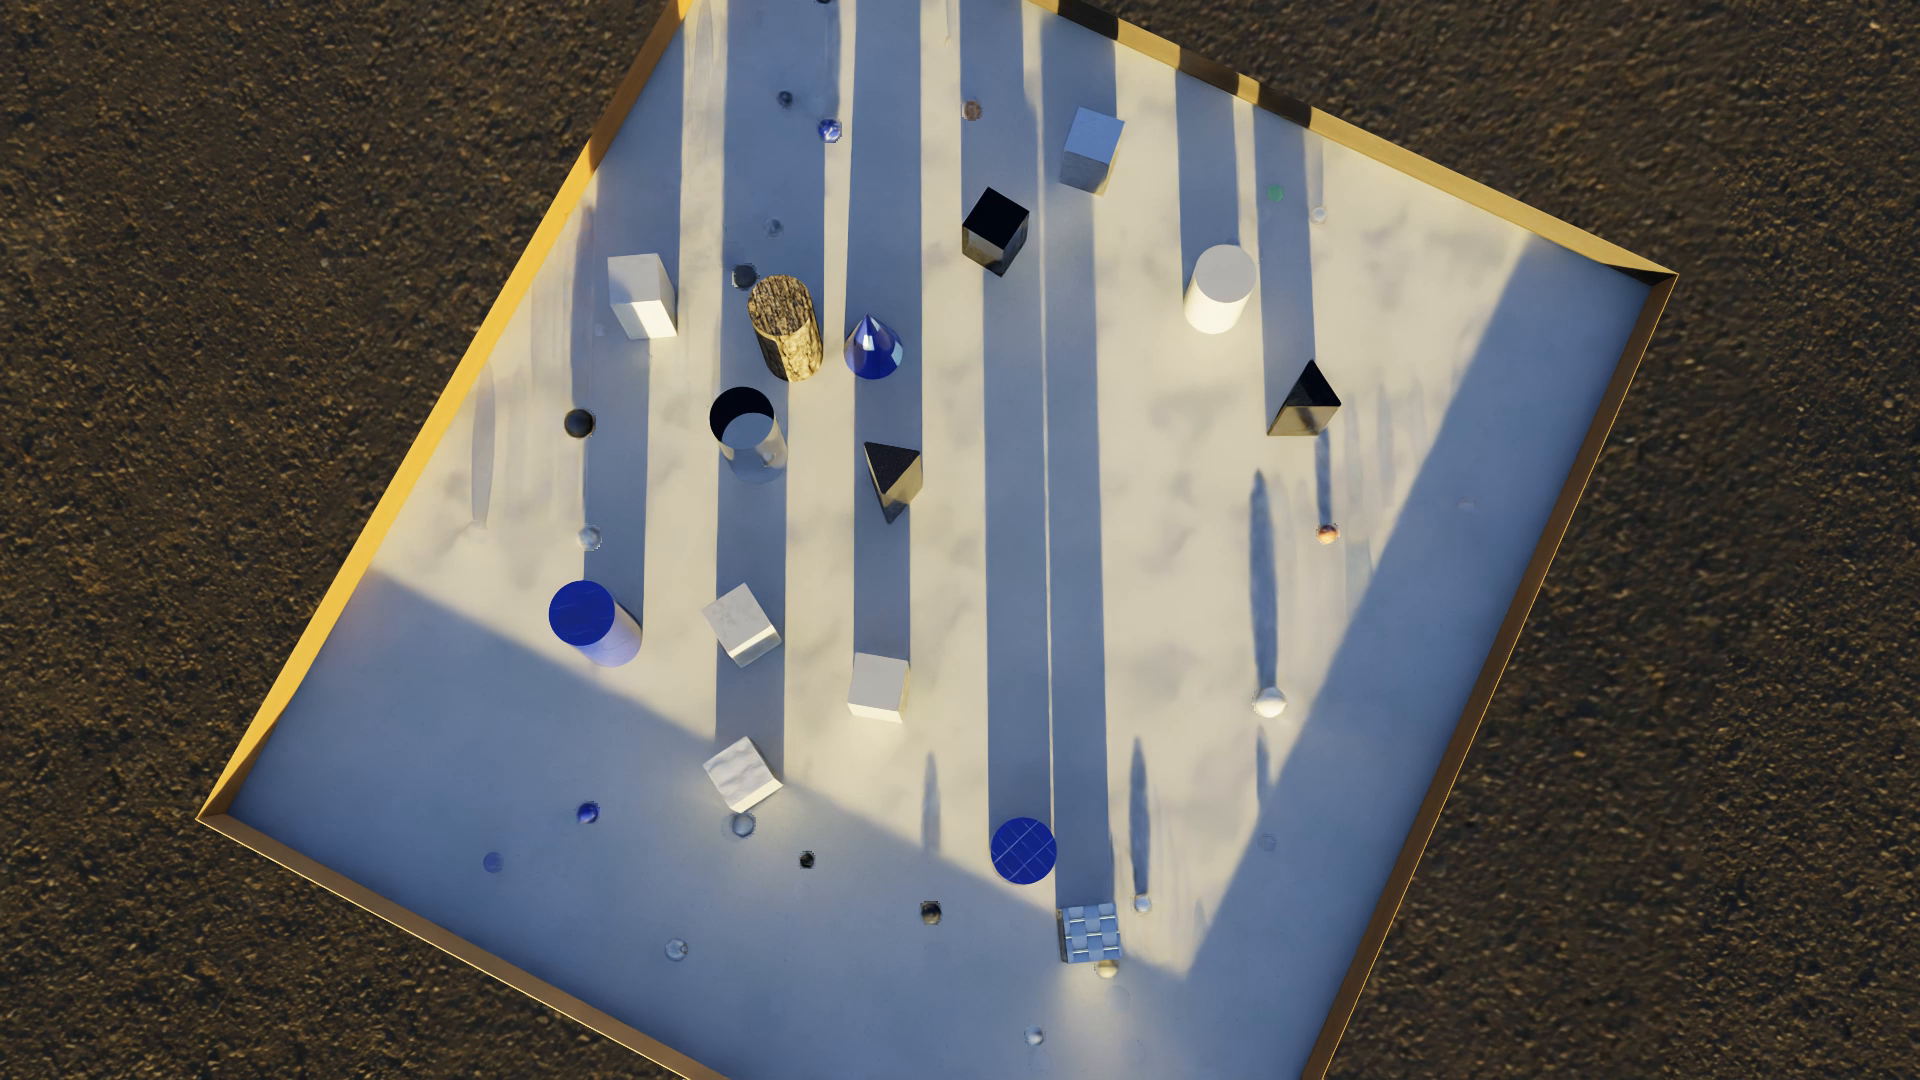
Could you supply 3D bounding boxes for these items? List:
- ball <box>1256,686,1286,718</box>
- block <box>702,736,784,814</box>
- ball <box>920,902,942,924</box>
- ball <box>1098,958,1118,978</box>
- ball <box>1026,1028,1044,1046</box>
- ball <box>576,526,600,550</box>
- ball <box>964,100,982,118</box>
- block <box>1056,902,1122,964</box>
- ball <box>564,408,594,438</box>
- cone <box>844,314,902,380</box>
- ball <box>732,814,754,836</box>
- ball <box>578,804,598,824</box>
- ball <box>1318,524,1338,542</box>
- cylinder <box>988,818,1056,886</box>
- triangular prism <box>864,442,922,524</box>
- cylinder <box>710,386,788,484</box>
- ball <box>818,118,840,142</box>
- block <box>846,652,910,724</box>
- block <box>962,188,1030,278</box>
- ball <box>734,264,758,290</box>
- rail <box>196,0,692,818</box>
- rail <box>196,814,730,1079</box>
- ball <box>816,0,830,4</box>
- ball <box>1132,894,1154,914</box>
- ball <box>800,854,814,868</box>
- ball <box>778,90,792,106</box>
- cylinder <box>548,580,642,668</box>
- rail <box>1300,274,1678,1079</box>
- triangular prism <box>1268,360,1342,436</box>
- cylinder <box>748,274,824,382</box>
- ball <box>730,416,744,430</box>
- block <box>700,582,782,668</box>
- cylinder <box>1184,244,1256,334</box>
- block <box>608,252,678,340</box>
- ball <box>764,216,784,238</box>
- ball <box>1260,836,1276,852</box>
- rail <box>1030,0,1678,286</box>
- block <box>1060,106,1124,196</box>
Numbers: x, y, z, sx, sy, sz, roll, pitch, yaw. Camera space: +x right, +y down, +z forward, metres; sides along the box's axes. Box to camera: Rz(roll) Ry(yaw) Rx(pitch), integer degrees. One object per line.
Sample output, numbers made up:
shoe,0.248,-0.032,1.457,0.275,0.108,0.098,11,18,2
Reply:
ball,0.927,0.483,5.470,0.091,0.091,0.091,0,78,0
block,-0.630,0.685,5.337,0.149,0.269,0.149,-33,80,-7
ball,-0.084,1.091,5.360,0.061,0.061,0.061,0,78,0
ball,0.428,1.241,5.325,0.060,0.060,0.060,0,78,0
ball,0.218,1.435,5.293,0.052,0.052,0.052,0,78,0
ball,-1.132,-0.007,5.582,0.070,0.070,0.070,0,78,0
ball,0.040,-1.379,5.873,0.057,0.057,0.057,0,78,0
block,0.363,1.115,5.203,0.149,0.357,0.149,-6,78,-1
ball,-1.173,-0.358,5.643,0.093,0.093,0.093,0,78,0
cone,-0.272,-0.629,5.560,0.186,0.365,0.186,0,78,0
ball,-0.640,0.841,5.402,0.067,0.067,0.067,0,78,0
ball,-1.100,0.809,5.417,0.062,0.062,0.062,0,78,0
ball,1.123,-0.019,5.592,0.056,0.056,0.056,0,78,0
cylinder,0.179,0.901,5.281,0.186,0.291,0.186,0,78,0
triangular prism,-0.220,-0.194,5.445,0.140,0.413,0.161,40,81,8
cylinder,-0.625,-0.306,5.459,0.186,0.433,0.186,0,78,0
ball,-0.416,-1.310,5.851,0.072,0.072,0.072,0,78,0
block,-0.235,0.435,5.371,0.149,0.304,0.149,10,78,2
block,0.109,-0.954,5.690,0.149,0.243,0.149,32,80,6
ball,-0.673,-0.825,5.748,0.075,0.075,0.075,0,78,0
rail,-1.423,-0.690,5.696,0.045,0.121,3.482,26,80,5
rail,-0.768,1.511,5.241,3.230,0.121,0.045,26,80,5
ball,-0.444,-1.771,5.952,0.061,0.061,0.061,0,78,0
ball,0.535,1.066,5.364,0.062,0.062,0.062,0,78,0
ball,-0.450,0.946,5.400,0.042,0.042,0.042,0,78,0
ball,-0.561,-1.418,5.884,0.050,0.050,0.050,0,78,0
cylinder,-1.055,0.249,5.333,0.186,0.453,0.186,0,78,0
rail,1.423,0.703,5.408,0.045,0.121,3.482,26,80,5
triangular prism,1.033,-0.428,5.534,0.161,0.336,0.140,0,78,0
cylinder,-0.520,-0.631,5.513,0.186,0.458,0.186,0,78,0
ball,-0.690,-0.360,5.664,0.042,0.042,0.042,0,78,0
block,-0.639,0.255,5.398,0.149,0.324,0.149,-33,80,-6
cylinder,0.795,-0.768,5.626,0.186,0.291,0.186,0,78,0
block,-0.967,-0.741,5.598,0.149,0.336,0.149,-5,78,-1
ball,-0.589,-0.989,5.788,0.064,0.064,0.064,0,78,0
ball,0.908,0.895,5.408,0.046,0.046,0.046,0,78,0
rail,0.768,-1.498,5.863,3.230,0.121,0.045,26,80,5
block,0.411,-1.213,5.735,0.149,0.258,0.149,19,79,4
